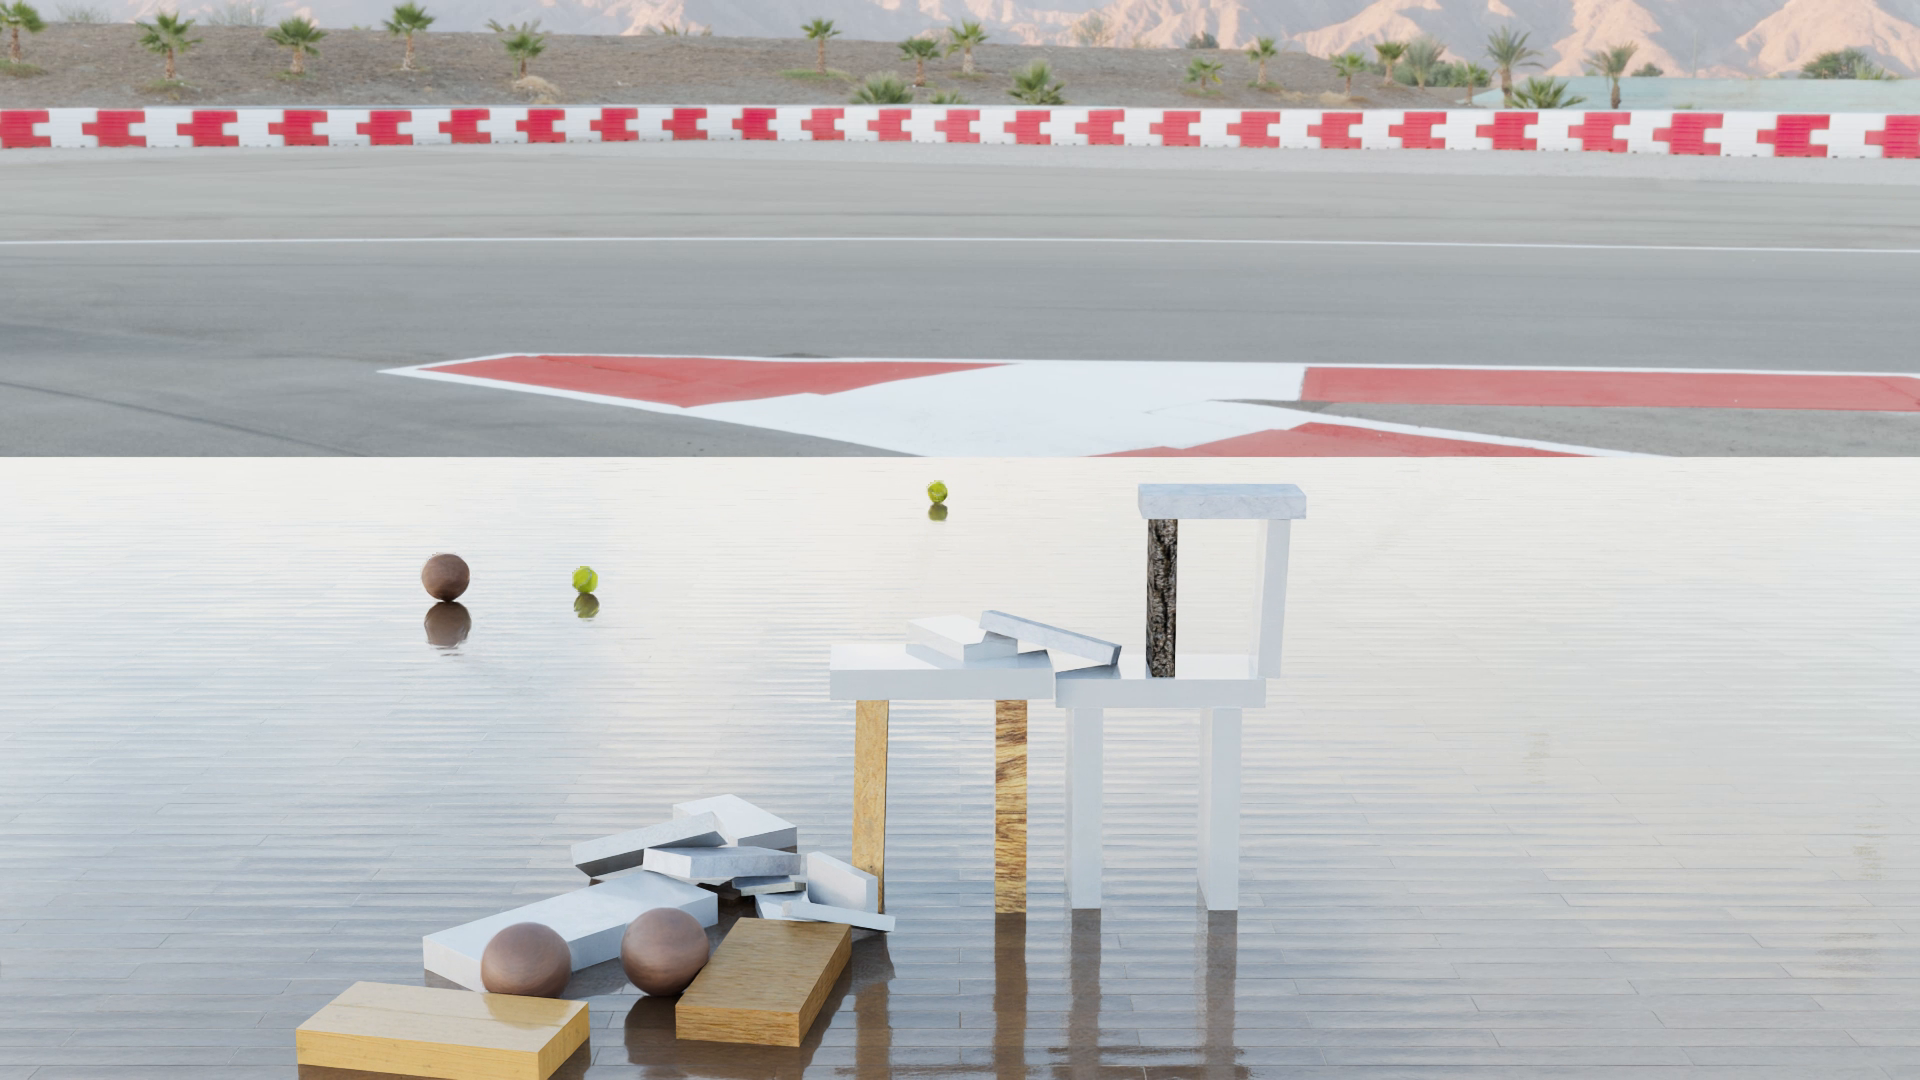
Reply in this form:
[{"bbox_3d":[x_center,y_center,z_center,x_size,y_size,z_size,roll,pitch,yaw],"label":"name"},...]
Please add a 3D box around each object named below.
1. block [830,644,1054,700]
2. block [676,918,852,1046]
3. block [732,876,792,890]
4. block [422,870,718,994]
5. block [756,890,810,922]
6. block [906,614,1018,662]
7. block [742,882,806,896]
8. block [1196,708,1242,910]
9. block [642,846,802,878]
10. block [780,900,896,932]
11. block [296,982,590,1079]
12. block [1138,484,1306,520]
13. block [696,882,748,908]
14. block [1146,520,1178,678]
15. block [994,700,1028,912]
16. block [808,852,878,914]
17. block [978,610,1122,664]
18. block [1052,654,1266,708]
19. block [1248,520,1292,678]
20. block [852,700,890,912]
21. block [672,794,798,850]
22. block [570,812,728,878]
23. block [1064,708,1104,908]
[{"bbox_3d":[-0.033,0.214,3.597,0.356,0.050,0.178,0,11,-2],"label":"block"},{"bbox_3d":[-0.283,0.645,3.236,0.176,0.050,0.353,2,11,9],"label":"block"},{"bbox_3d":[-0.332,0.579,3.694,0.095,0.014,0.048,-3,11,-15],"label":"block"},{"bbox_3d":[-0.601,0.609,3.432,0.176,0.050,0.432,10,14,43],"label":"block"},{"bbox_3d":[-0.277,0.604,3.528,0.082,0.023,0.165,-2,11,-13],"label":"block"},{"bbox_3d":[0.001,0.162,3.662,0.101,0.029,0.203,-5,12,-28],"label":"block"},{"bbox_3d":[-0.306,0.575,3.618,0.095,0.014,0.048,-9,-13,18],"label":"block"},{"bbox_3d":[0.429,0.423,3.643,0.048,0.337,0.169,0,11,0],"label":"block"},{"bbox_3d":[-0.396,0.538,3.679,0.121,0.034,0.241,2,-4,43],"label":"block"},{"bbox_3d":[-0.191,0.588,3.434,0.165,0.023,0.082,11,-14,-13],"label":"block"},{"bbox_3d":[-0.712,0.681,3.042,0.353,0.050,0.176,2,11,12],"label":"block"},{"bbox_3d":[0.421,-0.063,3.553,0.259,0.037,0.130,0,10,1],"label":"block"},{"bbox_3d":[-0.403,0.588,3.643,0.095,0.014,0.048,5,12,27],"label":"block"},{"bbox_3d":[0.328,0.082,3.584,0.037,0.259,0.130,0,11,0],"label":"block"},{"bbox_3d":[0.083,0.415,3.633,0.050,0.356,0.178,0,11,0],"label":"block"},{"bbox_3d":[-0.191,0.567,3.567,0.023,0.082,0.165,-8,13,-38],"label":"block"},{"bbox_3d":[0.149,0.159,3.616,0.224,0.029,0.101,15,2,11],"label":"block"},{"bbox_3d":[0.323,0.232,3.619,0.338,0.048,0.169,0,11,0],"label":"block"},{"bbox_3d":[0.504,0.083,3.580,0.037,0.259,0.130,3,11,1],"label":"block"},{"bbox_3d":[-0.148,0.415,3.633,0.050,0.356,0.178,2,10,-1],"label":"block"},{"bbox_3d":[-0.409,0.515,3.980,0.121,0.034,0.241,-7,13,-34],"label":"block"},{"bbox_3d":[-0.520,0.512,3.696,0.241,0.034,0.121,-14,-19,0],"label":"block"},{"bbox_3d":[0.205,0.422,3.651,0.048,0.338,0.169,0,11,-1],"label":"block"}]
